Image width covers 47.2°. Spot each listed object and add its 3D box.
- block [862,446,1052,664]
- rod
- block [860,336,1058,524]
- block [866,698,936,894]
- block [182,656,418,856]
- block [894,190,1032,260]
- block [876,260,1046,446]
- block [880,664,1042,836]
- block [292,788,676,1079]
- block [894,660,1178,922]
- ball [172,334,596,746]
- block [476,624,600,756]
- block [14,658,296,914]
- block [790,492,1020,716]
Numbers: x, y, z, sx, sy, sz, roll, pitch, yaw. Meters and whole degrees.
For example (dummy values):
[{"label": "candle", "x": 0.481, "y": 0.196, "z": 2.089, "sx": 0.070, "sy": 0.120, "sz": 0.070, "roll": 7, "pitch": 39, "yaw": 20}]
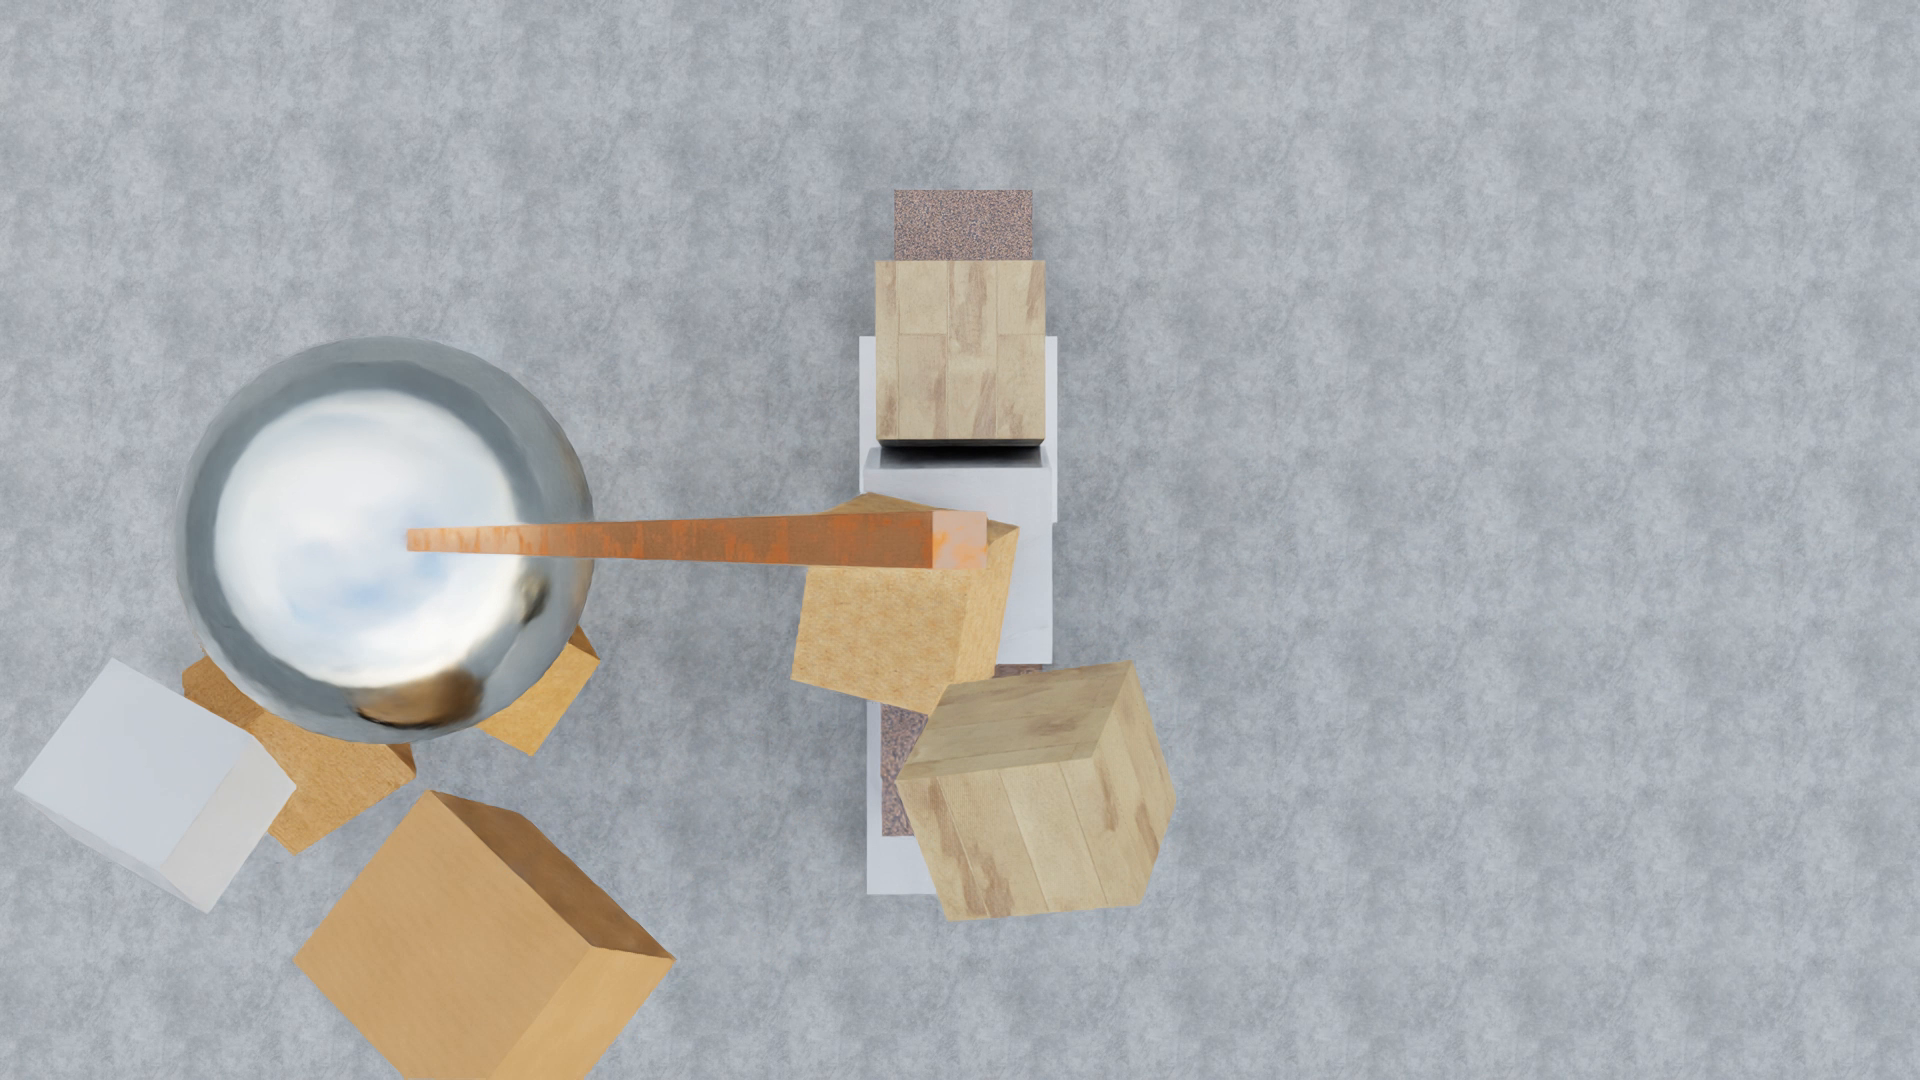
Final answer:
[{"label": "block", "x": -0.010, "y": 0.063, "z": 11.510, "sx": 0.945, "sy": 0.918, "sz": 1.000, "roll": 0, "pitch": 99, "yaw": 0}, {"label": "rod", "x": -0.967, "y": 0.000, "z": 5.442, "sx": 0.080, "sy": 5.200, "sz": 0.080, "roll": 0, "pitch": 90, "yaw": -22}, {"label": "block", "x": -0.009, "y": -0.601, "z": 12.474, "sx": 1.074, "sy": 1.052, "sz": 1.011, "roll": 0, "pitch": 90, "yaw": 0}, {"label": "block", "x": -0.016, "y": 1.361, "z": 12.483, "sx": 0.983, "sy": 1.035, "sz": 1.133, "roll": 0, "pitch": 90, "yaw": 0}, {"label": "block", "x": -3.577, "y": 0.996, "z": 11.904, "sx": 0.793, "sy": 0.801, "sz": 0.867, "roll": -33, "pitch": 128, "yaw": 0}, {"label": "block", "x": 0.019, "y": -1.522, "z": 12.553, "sx": 0.760, "sy": 0.894, "sz": 0.810, "roll": 0, "pitch": 90, "yaw": 0}, {"label": "block", "x": 0.002, "y": -0.958, "z": 11.511, "sx": 0.855, "sy": 0.876, "sz": 0.898, "roll": 0, "pitch": 90, "yaw": 0}, {"label": "block", "x": 0.008, "y": 1.063, "z": 11.596, "sx": 0.821, "sy": 0.738, "sz": 0.895, "roll": 0, "pitch": 90, "yaw": 0}, {"label": "block", "x": -1.848, "y": 1.646, "z": 8.616, "sx": 0.951, "sy": 0.760, "sz": 0.838, "roll": 38, "pitch": 89, "yaw": 22}, {"label": "block", "x": 0.322, "y": 1.005, "z": 8.816, "sx": 0.816, "sy": 0.724, "sz": 0.676, "roll": -9, "pitch": 114, "yaw": 23}, {"label": "ball", "x": -2.232, "y": 0.000, "z": 8.598, "sx": 1.600, "sy": 1.600, "sz": 1.600, "roll": 0, "pitch": 90, "yaw": 0}, {"label": "block", "x": -2.491, "y": 0.641, "z": 12.074, "sx": 0.620, "sy": 0.727, "sz": 0.645, "roll": 34, "pitch": 95, "yaw": -31}, {"label": "block", "x": -3.631, "y": 1.124, "z": 9.987, "sx": 0.779, "sy": 0.706, "sz": 0.699, "roll": 26, "pitch": 68, "yaw": 11}, {"label": "block", "x": -0.257, "y": 0.298, "z": 10.618, "sx": 0.794, "sy": 0.739, "sz": 0.813, "roll": 13, "pitch": 103, "yaw": 15}]
